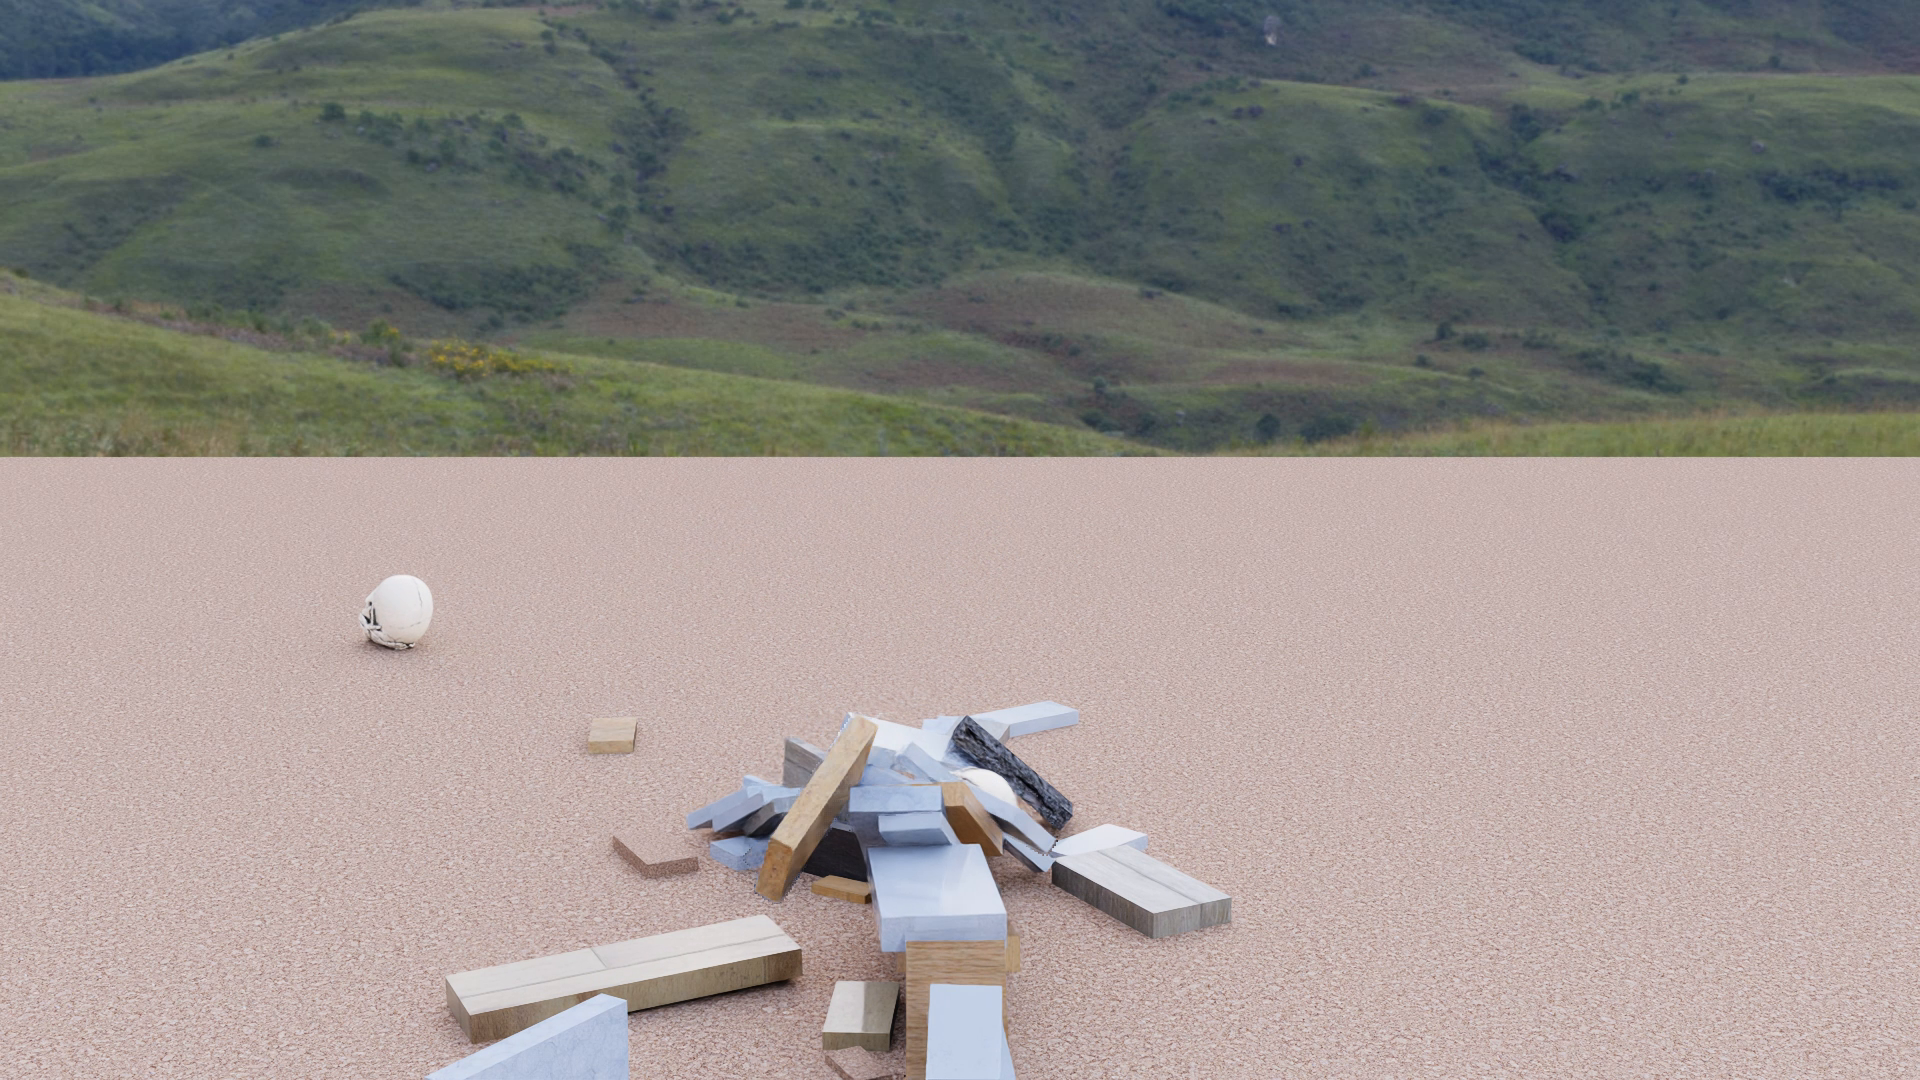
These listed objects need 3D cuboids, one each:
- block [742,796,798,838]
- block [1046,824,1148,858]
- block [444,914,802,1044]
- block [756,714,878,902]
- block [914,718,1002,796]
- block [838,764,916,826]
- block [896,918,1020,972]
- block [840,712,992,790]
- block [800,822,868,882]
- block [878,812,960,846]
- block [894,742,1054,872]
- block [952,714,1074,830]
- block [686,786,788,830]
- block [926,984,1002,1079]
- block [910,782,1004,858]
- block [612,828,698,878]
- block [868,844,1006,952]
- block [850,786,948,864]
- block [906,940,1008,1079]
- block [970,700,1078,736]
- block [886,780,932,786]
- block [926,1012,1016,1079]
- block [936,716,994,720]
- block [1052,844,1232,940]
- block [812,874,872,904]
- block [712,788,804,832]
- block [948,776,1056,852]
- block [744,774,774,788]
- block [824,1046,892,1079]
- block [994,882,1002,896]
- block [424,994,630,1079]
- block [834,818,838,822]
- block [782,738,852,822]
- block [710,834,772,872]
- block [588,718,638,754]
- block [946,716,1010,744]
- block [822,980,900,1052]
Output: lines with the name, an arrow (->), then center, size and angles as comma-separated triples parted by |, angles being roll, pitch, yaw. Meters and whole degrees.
block -> -0.307, 0.478, 3.816 | 0.091, 0.026, 0.182 | -5, -18, -25
block -> 0.236, 0.541, 3.862 | 0.092, 0.026, 0.184 | 10, 14, 42
block -> -0.491, 0.640, 3.231 | 0.495, 0.043, 0.153 | -7, 13, -25
block -> -0.212, 0.399, 3.287 | 0.039, 0.137, 0.275 | 27, 45, 8
block -> -0.004, 0.431, 4.139 | 0.152, 0.043, 0.303 | 1, 24, 3
block -> -0.110, 0.487, 3.791 | 0.043, 0.152, 0.303 | 13, 2, -33
block -> -0.007, 0.592, 3.228 | 0.171, 0.048, 0.342 | 0, -6, -2
block -> -0.078, 0.381, 3.959 | 0.256, 0.036, 0.128 | 16, 16, -28
block -> -0.180, 0.534, 3.715 | 0.231, 0.094, 0.027 | 8, 13, 37
block -> -0.057, 0.457, 3.355 | 0.094, 0.027, 0.187 | -5, -26, 10
block -> 0.023, 0.454, 3.722 | 0.313, 0.026, 0.092 | 40, -14, -3
block -> 0.096, 0.423, 4.008 | 0.256, 0.036, 0.128 | 40, 4, 0
block -> -0.397, 0.478, 3.930 | 0.092, 0.026, 0.184 | 3, -23, -43
block -> 0.005, 0.651, 2.797 | 0.093, 0.026, 0.186 | 1, 43, 1
block -> -0.028, 0.451, 3.512 | 0.137, 0.039, 0.274 | -6, -26, 13
block -> -0.533, 0.545, 3.838 | 0.091, 0.026, 0.183 | -5, 12, -27
block -> -0.038, 0.511, 3.166 | 0.171, 0.048, 0.342 | -1, 8, -6
block -> -0.089, 0.443, 3.403 | 0.137, 0.039, 0.275 | -1, -25, 3
block -> -0.004, 0.645, 2.889 | 0.133, 0.038, 0.265 | 0, 43, -1
block -> 0.107, 0.388, 4.678 | 0.291, 0.029, 0.102 | -8, 13, -35
block -> -0.065, 0.437, 3.561 | 0.097, 0.028, 0.194 | -8, -26, 16
block -> 0.020, 0.679, 2.805 | 0.093, 0.026, 0.186 | -7, 43, -8
block -> -0.007, 0.401, 4.421 | 0.114, 0.032, 0.228 | 2, 11, 10
block -> 0.295, 0.577, 3.623 | 0.152, 0.043, 0.303 | -6, 12, -29
block -> -0.188, 0.583, 3.666 | 0.109, 0.015, 0.054 | 7, 12, 32
block -> -0.351, 0.474, 3.859 | 0.091, 0.026, 0.182 | 0, -21, -37
block -> 0.063, 0.445, 3.572 | 0.097, 0.028, 0.194 | 44, -15, -33
block -> -0.308, 0.478, 3.931 | 0.223, 0.054, 0.015 | 16, 20, 41
block -> -0.137, 0.713, 2.967 | 0.052, 0.015, 0.104 | -5, 12, -26
block -> 0.027, 0.577, 3.696 | 0.054, 0.015, 0.109 | -3, 11, -17
block -> -0.530, 0.688, 2.723 | 0.043, 0.153, 0.307 | 7, 13, 33
block -> -0.276, 0.500, 4.057 | 0.256, 0.036, 0.128 | -8, 13, -37
block -> -0.253, 0.428, 3.947 | 0.026, 0.091, 0.242 | -1, 10, -30
block -> -0.334, 0.540, 3.867 | 0.187, 0.027, 0.094 | -7, 13, -35
block -> -0.723, 0.407, 4.585 | 0.091, 0.026, 0.183 | -1, 11, -6
block -> 0.012, 0.397, 4.126 | 0.102, 0.029, 0.204 | 8, 26, 18
block -> -0.139, 0.677, 3.131 | 0.093, 0.026, 0.186 | 1, 11, 3
